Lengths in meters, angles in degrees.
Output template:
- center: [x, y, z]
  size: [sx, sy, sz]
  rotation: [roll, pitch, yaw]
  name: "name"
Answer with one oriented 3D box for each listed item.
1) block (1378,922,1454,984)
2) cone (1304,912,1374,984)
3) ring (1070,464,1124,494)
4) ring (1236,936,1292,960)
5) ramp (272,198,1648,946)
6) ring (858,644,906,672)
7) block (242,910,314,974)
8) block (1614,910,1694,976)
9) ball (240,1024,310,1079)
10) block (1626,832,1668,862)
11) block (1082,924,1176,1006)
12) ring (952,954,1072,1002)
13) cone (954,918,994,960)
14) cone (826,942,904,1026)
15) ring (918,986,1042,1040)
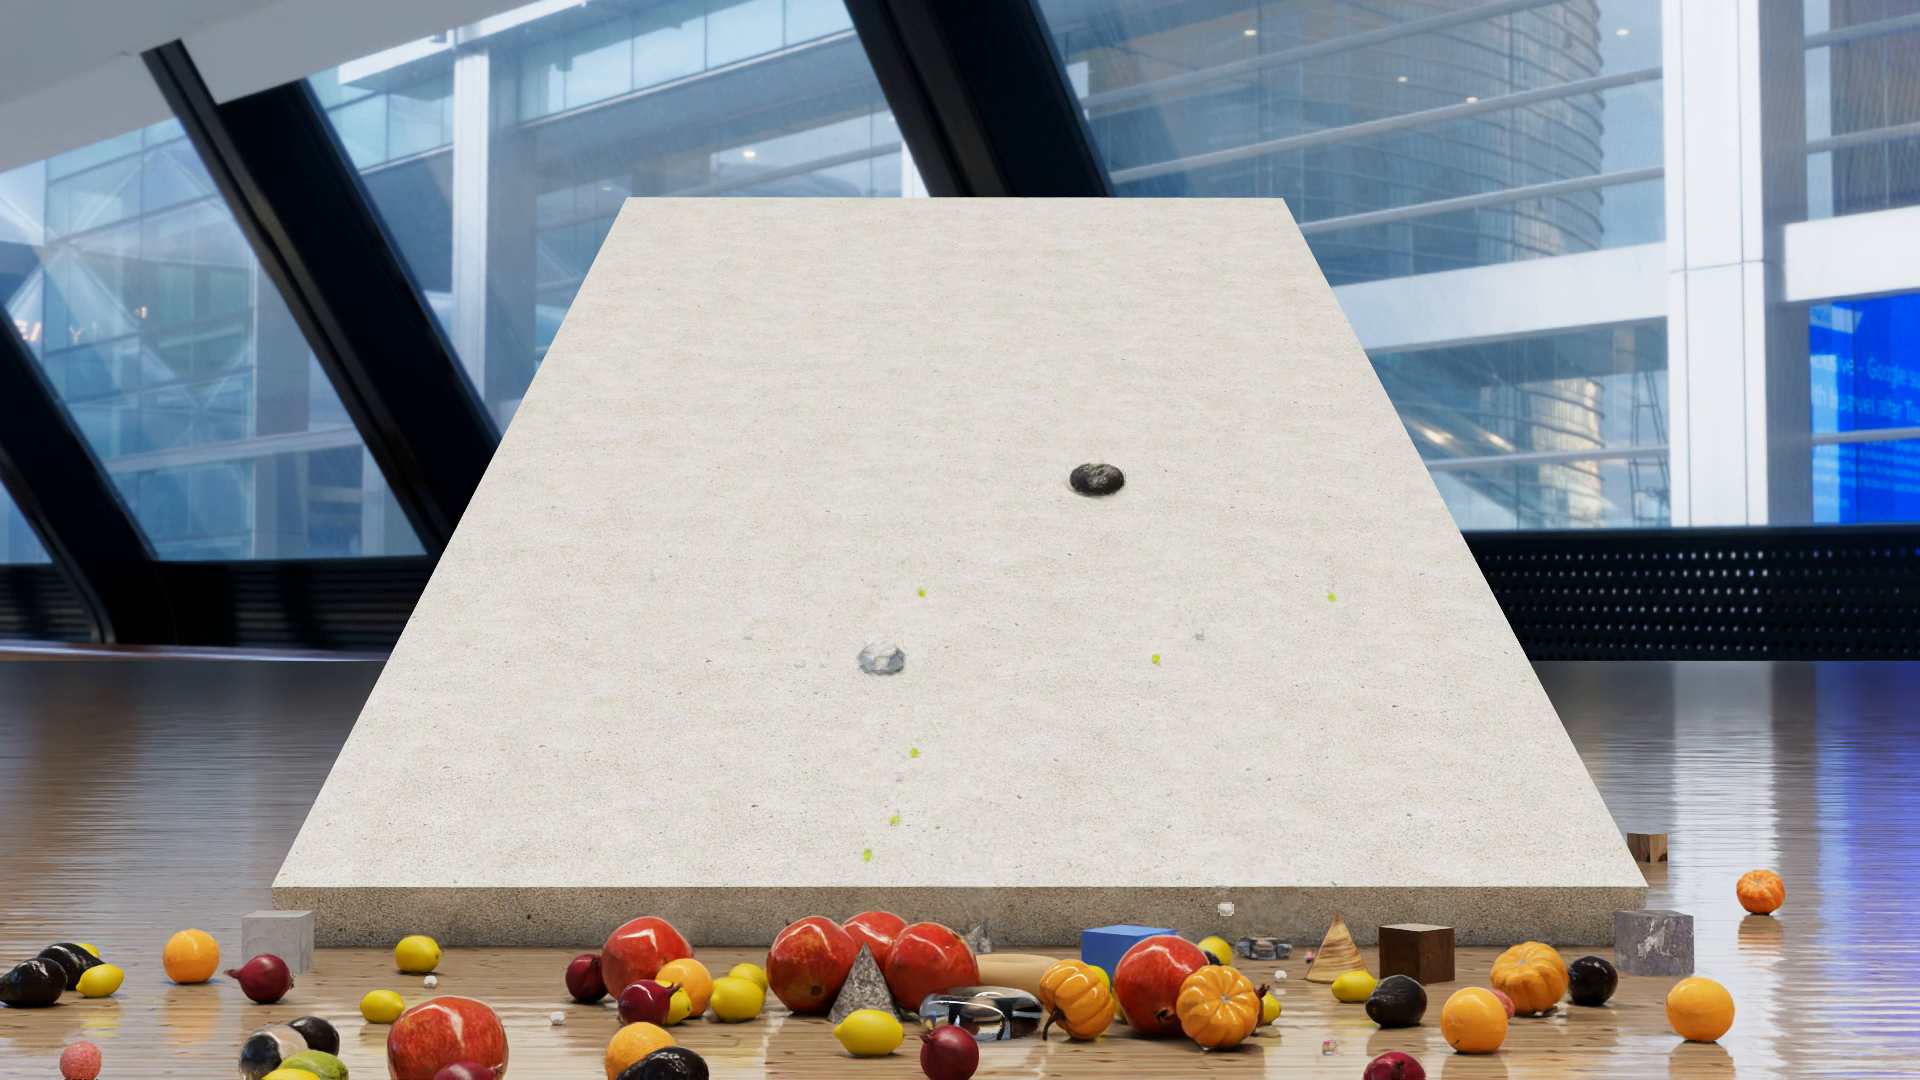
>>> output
- center: [0.600, 0.543, 3.033]
  size: [0.069, 0.069, 0.069]
  rotation: [2, -4, -38]
  name: "block"
- center: [0.497, 0.533, 3.031]
  size: [0.090, 0.090, 0.090]
  rotation: [0, -3, 0]
  name: "cone"
- center: [0.285, -0.128, 4.808]
  size: [0.116, 0.039, 0.116]
  rotation: [1, 22, 0]
  name: "ring"
- center: [0.429, 0.576, 3.259]
  size: [0.080, 0.027, 0.080]
  rotation: [2, -4, 0]
  name: "ring"
- center: [-0.007, -0.224, 5.215]
  size: [2.000, 0.100, 4.000]
  rotation: [0, 23, 0]
  name: "ramp"
- center: [-0.136, 0.206, 4.024]
  size: [0.083, 0.028, 0.083]
  rotation: [1, 23, -1]
  name: "ring"
- center: [-0.921, 0.544, 3.119]
  size: [0.077, 0.077, 0.077]
  rotation: [0, -3, -2]
  name: "block"
- center: [0.936, 0.543, 3.111]
  size: [0.078, 0.078, 0.078]
  rotation: [0, -3, -6]
  name: "block"
- center: [-0.668, 0.506, 2.251]
  size: [0.066, 0.066, 0.066]
  rotation: [0, -3, 0]
  name: "ball"
- center: [1.424, 0.636, 4.782]
  size: [0.057, 0.057, 0.057]
  rotation: [2, -4, -36]
  name: "block"
- center: [0.210, 0.528, 2.873]
  size: [0.084, 0.084, 0.084]
  rotation: [-2, -4, 40]
  name: "block"
- center: [0.065, 0.545, 2.869]
  size: [0.149, 0.050, 0.149]
  rotation: [1, -4, 0]
  name: "ring"
- center: [0.028, 0.547, 3.170]
  size: [0.061, 0.061, 0.061]
  rotation: [15, 2, 0]
  name: "cone"
- center: [-0.111, 0.516, 2.704]
  size: [0.092, 0.092, 0.092]
  rotation: [0, -3, 0]
  name: "cone"
- center: [0.024, 0.534, 2.605]
  size: [0.141, 0.047, 0.141]
  rotation: [1, -3, 0]
  name: "ring"
